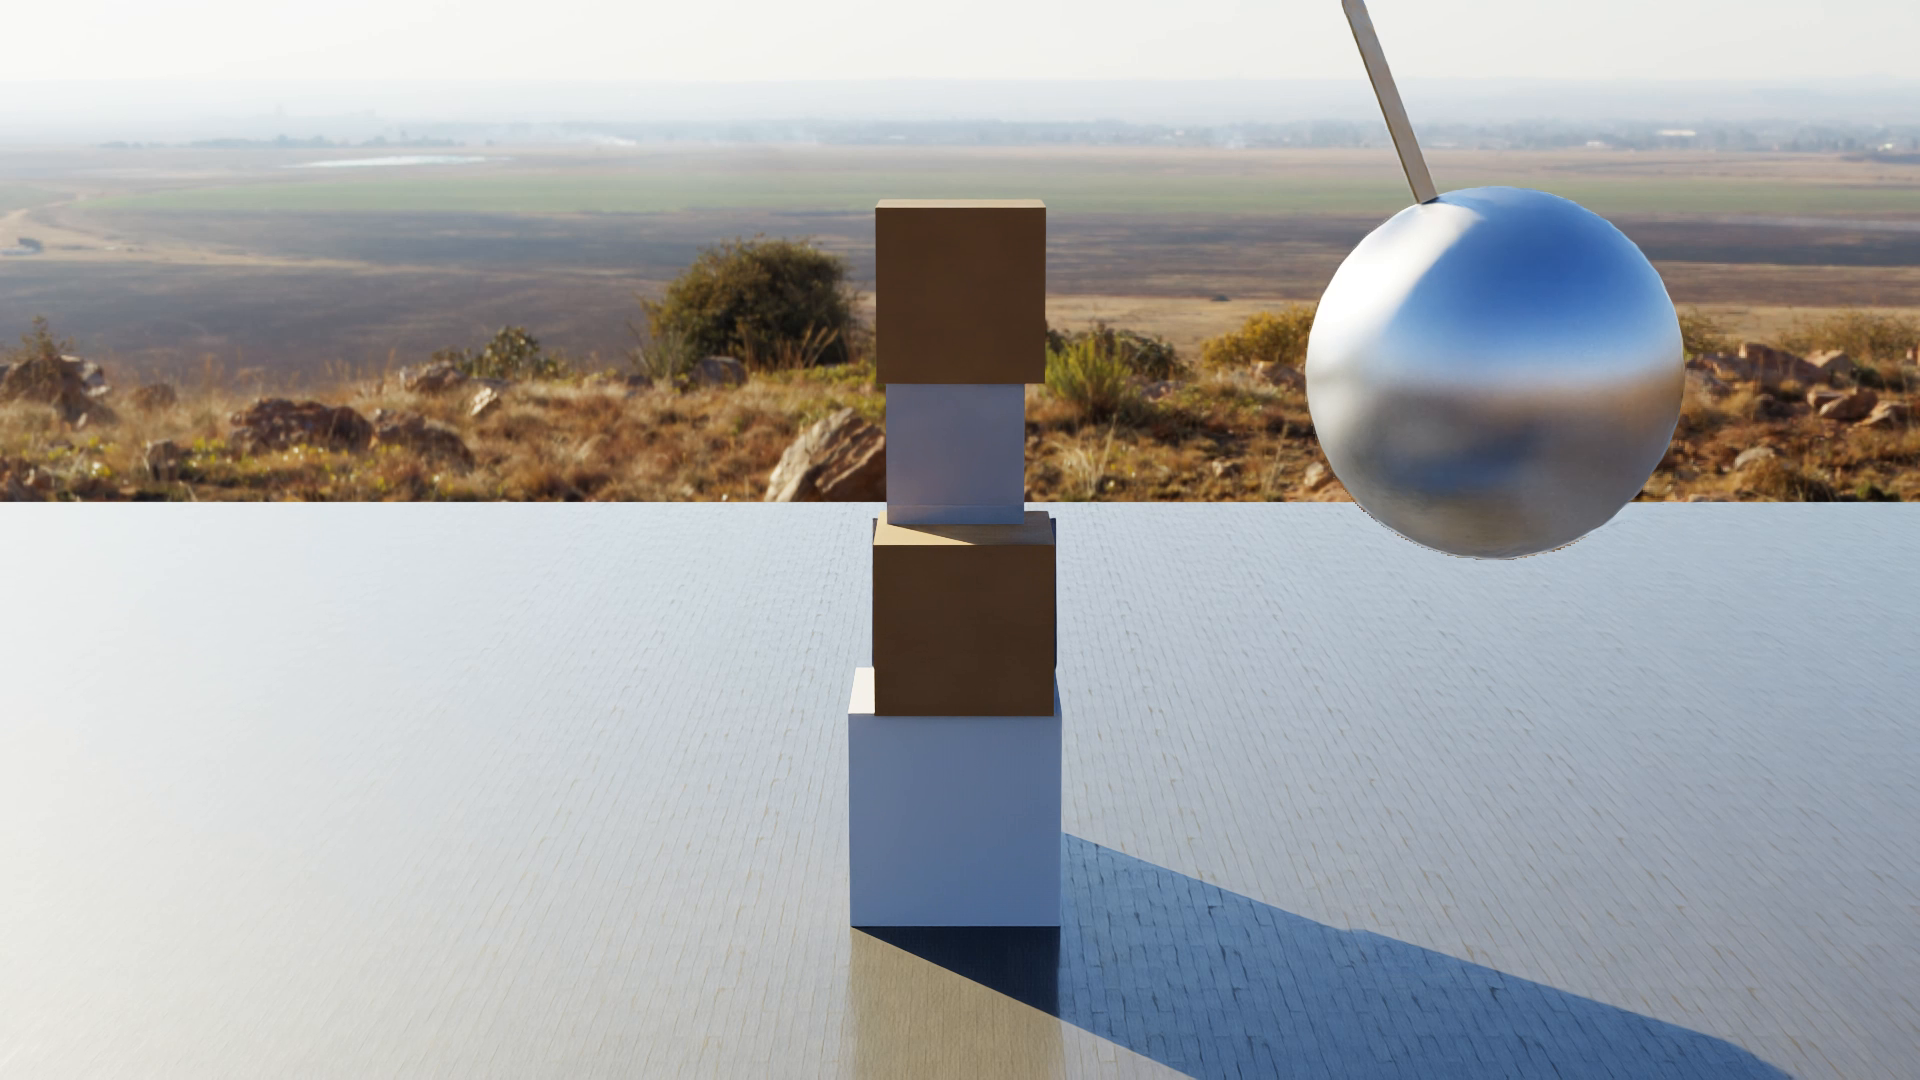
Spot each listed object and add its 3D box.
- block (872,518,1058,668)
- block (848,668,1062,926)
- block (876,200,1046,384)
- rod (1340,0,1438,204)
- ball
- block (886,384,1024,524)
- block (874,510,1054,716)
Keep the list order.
[{"bbox_3d":[0.020,0.286,11.775,0.818,0.659,0.785,0,-9,0],"label":"block"},{"bbox_3d":[-0.020,1.088,11.024,0.879,0.915,0.819,0,10,0],"label":"block"},{"bbox_3d":[0.003,-1.074,10.985,0.705,0.732,0.675,0,10,0],"label":"block"},{"bbox_3d":[0.994,-3.810,10.488,0.080,5.200,0.080,-22,10,4],"label":"rod"},{"bbox_3d":[2.295,-0.719,11.050,1.600,1.600,1.600,0,10,0],"label":"ball"},{"bbox_3d":[-0.019,-0.420,11.103,0.581,0.598,0.654,0,10,0],"label":"block"},{"bbox_3d":[0.017,0.296,10.830,0.734,0.712,0.822,0,10,0],"label":"block"}]
